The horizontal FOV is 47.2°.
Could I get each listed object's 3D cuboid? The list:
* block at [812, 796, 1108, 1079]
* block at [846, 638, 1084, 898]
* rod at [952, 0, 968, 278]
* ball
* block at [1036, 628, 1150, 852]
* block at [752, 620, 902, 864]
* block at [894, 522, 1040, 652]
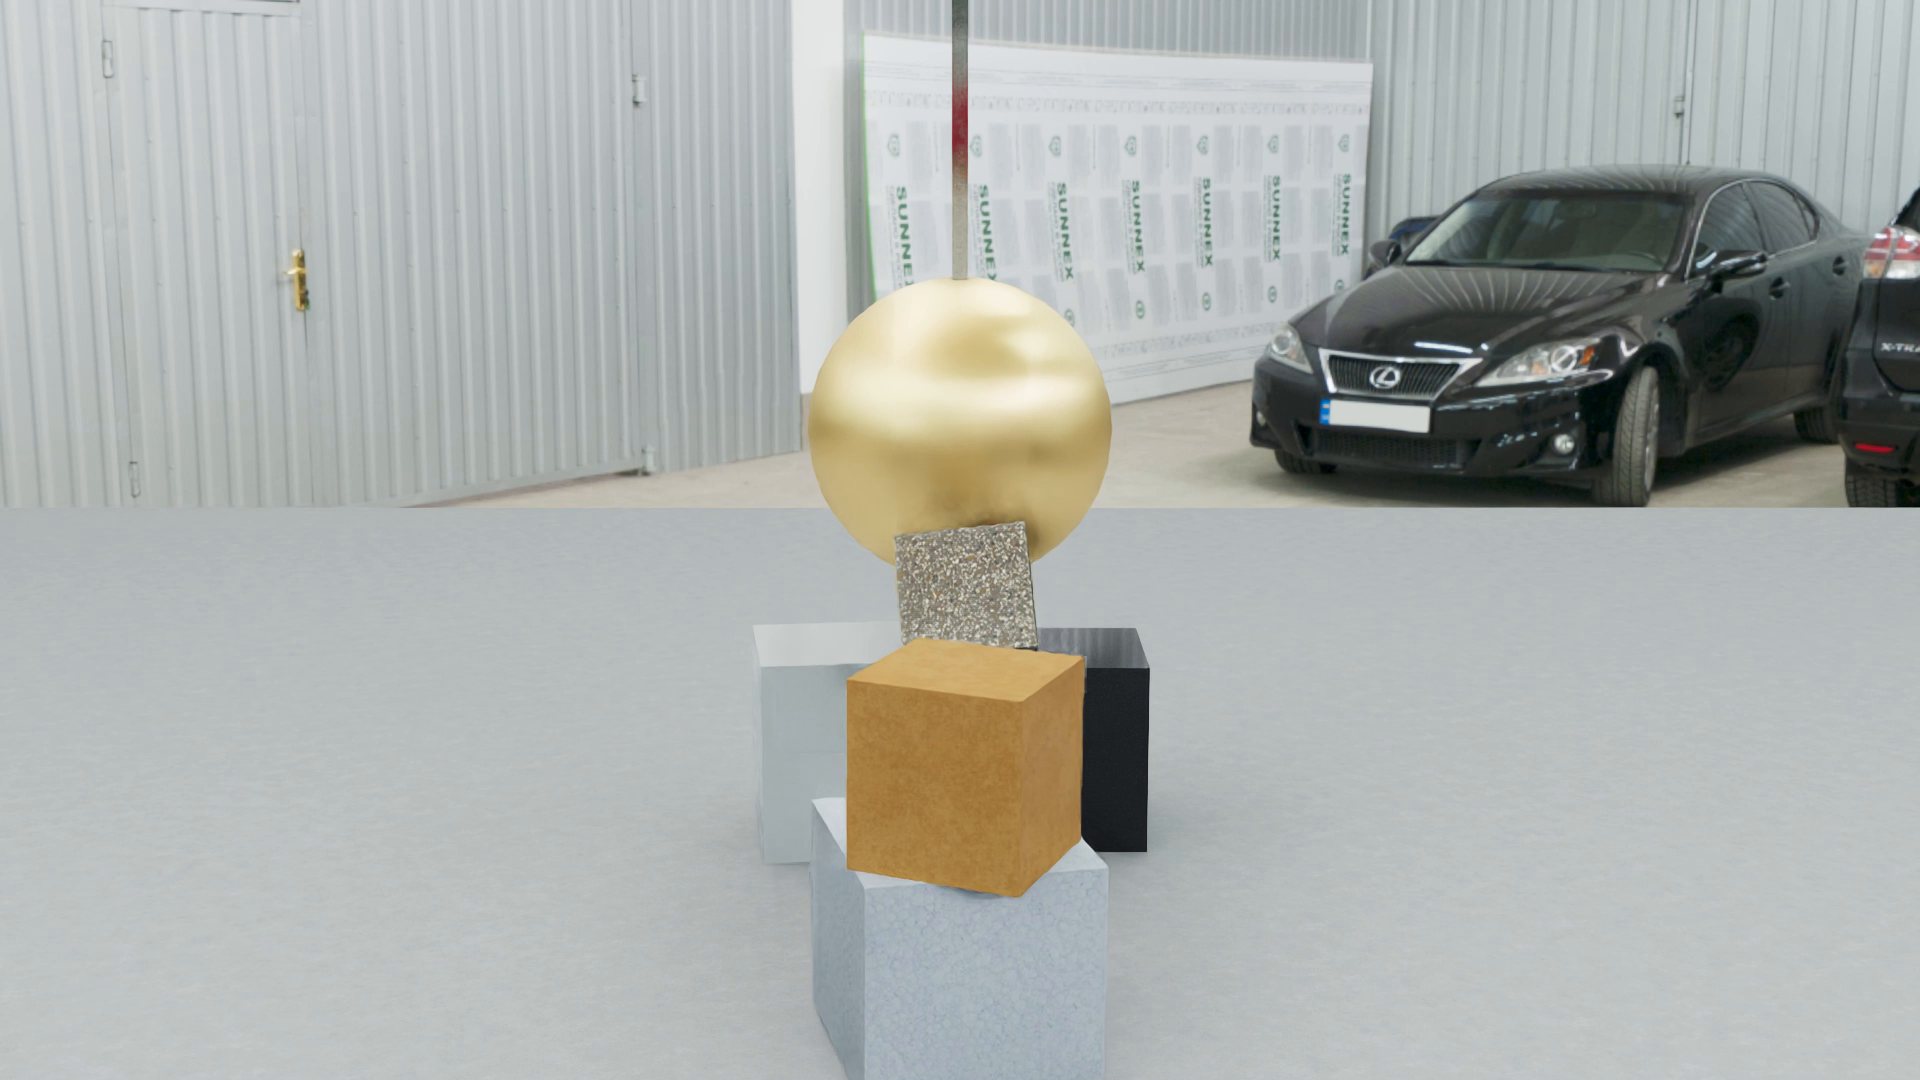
[{"bbox_3d":[-0.028,1.547,8.558,0.920,0.863,1.014,-3,12,-14],"label":"block"},{"bbox_3d":[0.026,0.822,8.143,0.678,0.724,0.646,6,13,22],"label":"block"},{"bbox_3d":[0.000,-3.867,10.685,0.080,5.200,0.080,0,15,0],"label":"rod"},{"bbox_3d":[0.000,-0.580,11.555,1.600,1.600,1.600,0,10,0],"label":"ball"},{"bbox_3d":[0.499,1.014,11.347,0.873,0.945,0.905,0,10,0],"label":"block"},{"bbox_3d":[-0.540,1.007,11.246,0.984,0.995,0.942,-1,10,-8],"label":"block"},{"bbox_3d":[0.044,0.337,10.251,0.603,0.597,0.653,-6,-20,2],"label":"block"}]
